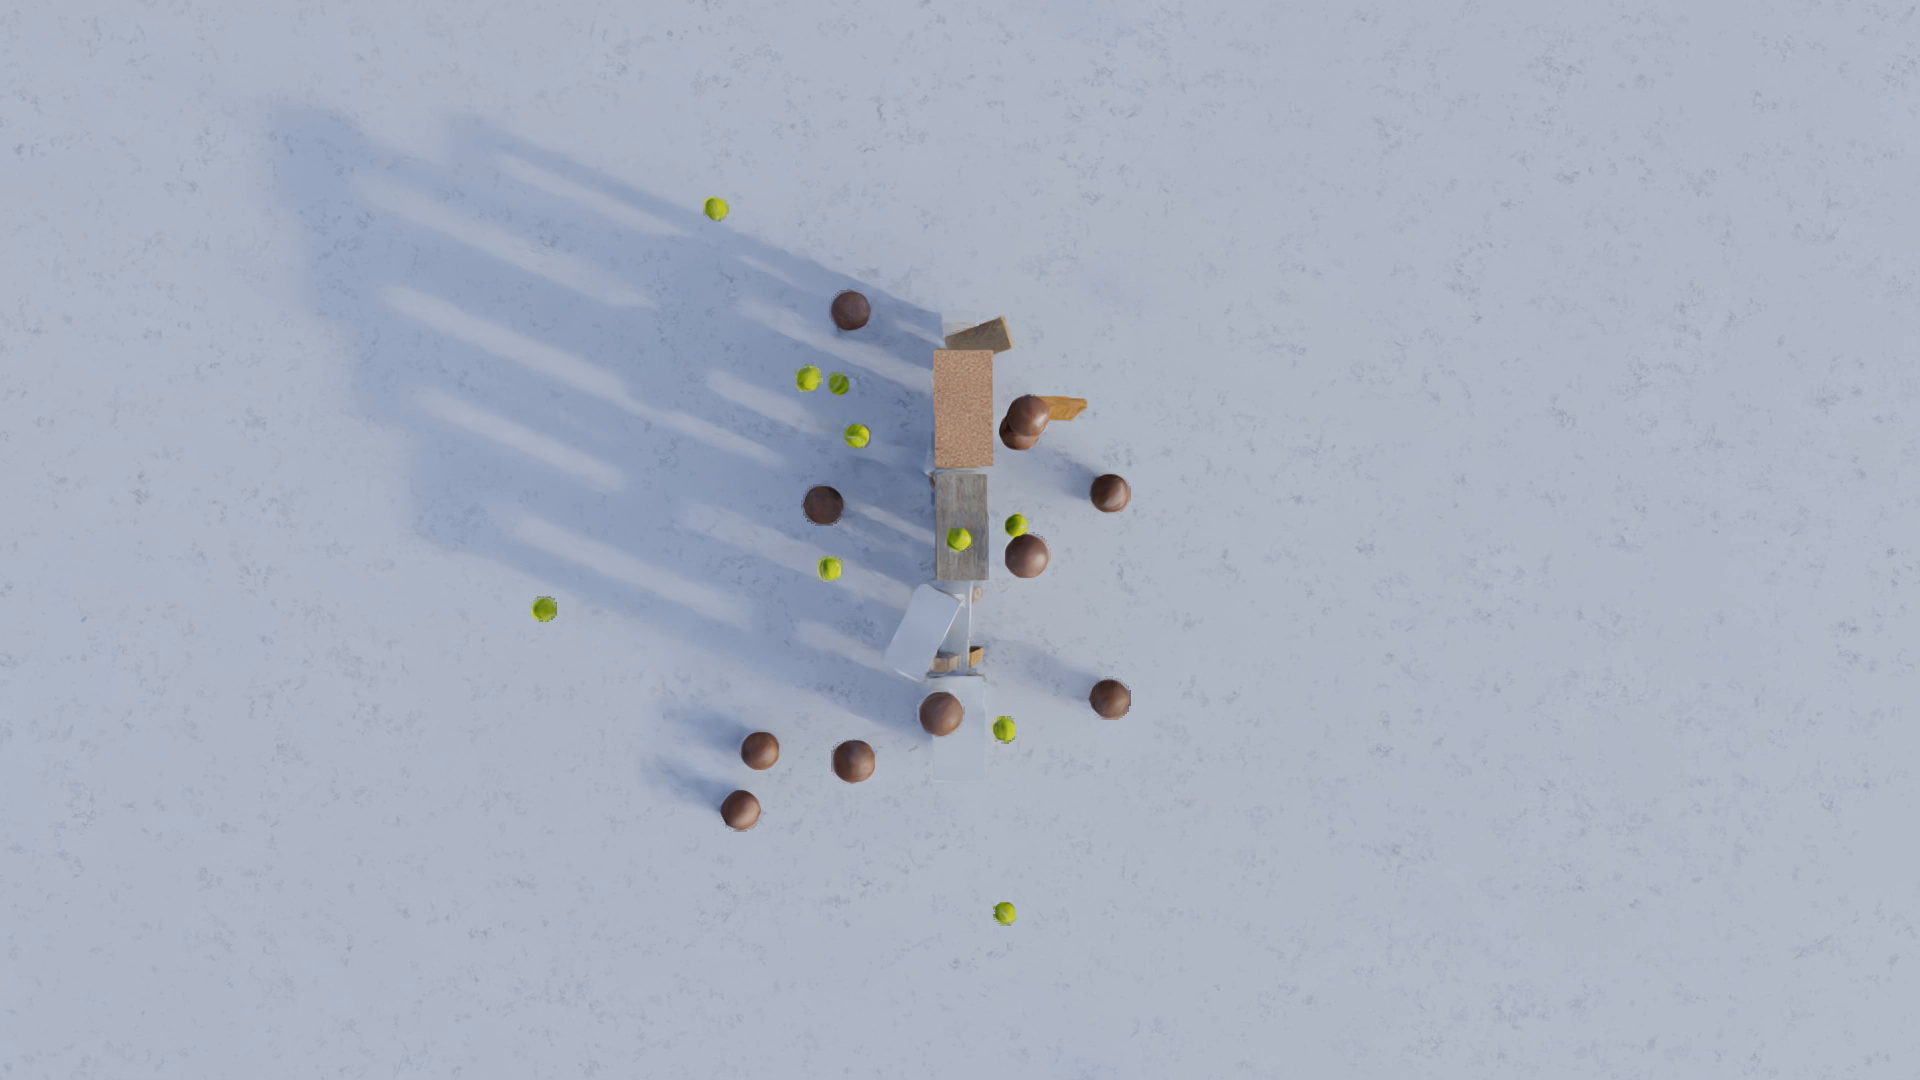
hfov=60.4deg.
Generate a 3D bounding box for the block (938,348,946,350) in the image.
[{"bbox_3d":[0.000,-0.579,5.362,0.135,0.271,0.038,1,87,1],"label":"block"}]

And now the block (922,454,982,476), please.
[{"bbox_3d":[-0.021,-0.232,4.990,0.169,0.338,0.048,-6,90,1],"label":"block"}]

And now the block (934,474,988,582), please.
[{"bbox_3d":[0.005,-0.035,4.827,0.154,0.044,0.309,0,90,0],"label":"block"}]

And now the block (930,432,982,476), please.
[{"bbox_3d":[-0.007,-0.192,5.181,0.148,0.042,0.297,-5,90,1],"label":"block"}]

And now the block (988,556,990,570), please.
[{"bbox_3d":[0.011,0.068,5.086,0.154,0.471,0.044,-3,91,0],"label":"block"}]

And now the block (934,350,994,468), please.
[{"bbox_3d":[0.010,-0.381,4.795,0.169,0.048,0.338,-1,90,2],"label":"block"}]

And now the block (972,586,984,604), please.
[{"bbox_3d":[-0.017,0.175,5.343,0.149,0.298,0.042,3,90,7],"label":"block"}]

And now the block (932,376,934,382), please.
[{"bbox_3d":[0.000,-0.433,5.003,0.169,0.368,0.048,43,91,1],"label":"block"}]

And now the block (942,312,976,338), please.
[{"bbox_3d":[-0.002,-0.681,5.243,0.102,0.513,0.029,-1,92,0],"label":"block"}]

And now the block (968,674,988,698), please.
[{"bbox_3d":[0.004,0.454,5.122,0.155,0.310,0.044,-2,90,0],"label":"block"}]

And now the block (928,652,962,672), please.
[{"bbox_3d":[-0.080,0.367,5.025,0.132,0.264,0.037,6,91,7],"label":"block"}]

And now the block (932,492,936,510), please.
[{"bbox_3d":[-0.003,-0.123,5.005,0.154,0.309,0.044,-6,90,1],"label":"block"}]

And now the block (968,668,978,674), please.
[{"bbox_3d":[0.010,0.511,5.288,0.096,0.027,0.192,-2,86,0],"label":"block"}]

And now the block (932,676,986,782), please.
[{"bbox_3d":[-0.005,0.564,4.946,0.155,0.044,0.311,-1,91,0],"label":"block"}]

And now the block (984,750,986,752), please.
[{"bbox_3d":[-0.003,0.661,5.235,0.155,0.529,0.044,1,88,0],"label":"block"}]

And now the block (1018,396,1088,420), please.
[{"bbox_3d":[0.298,-0.425,5.317,0.203,0.102,0.029,0,66,-30],"label":"block"}]

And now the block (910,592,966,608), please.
[{"bbox_3d":[-0.065,0.183,5.022,0.132,0.264,0.037,1,88,7],"label":"block"}]

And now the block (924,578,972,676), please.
[{"bbox_3d":[-0.044,0.274,5.174,0.149,0.042,0.298,3,90,7],"label":"block"}]

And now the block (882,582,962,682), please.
[{"bbox_3d":[-0.112,0.270,4.876,0.132,0.037,0.264,27,94,7],"label":"block"}]

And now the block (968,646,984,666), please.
[{"bbox_3d":[-0.017,0.373,5.342,0.149,0.298,0.042,3,90,7],"label":"block"}]

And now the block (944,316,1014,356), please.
[{"bbox_3d":[0.058,-0.613,5.132,0.203,0.029,0.102,-17,93,23],"label":"block"}]
